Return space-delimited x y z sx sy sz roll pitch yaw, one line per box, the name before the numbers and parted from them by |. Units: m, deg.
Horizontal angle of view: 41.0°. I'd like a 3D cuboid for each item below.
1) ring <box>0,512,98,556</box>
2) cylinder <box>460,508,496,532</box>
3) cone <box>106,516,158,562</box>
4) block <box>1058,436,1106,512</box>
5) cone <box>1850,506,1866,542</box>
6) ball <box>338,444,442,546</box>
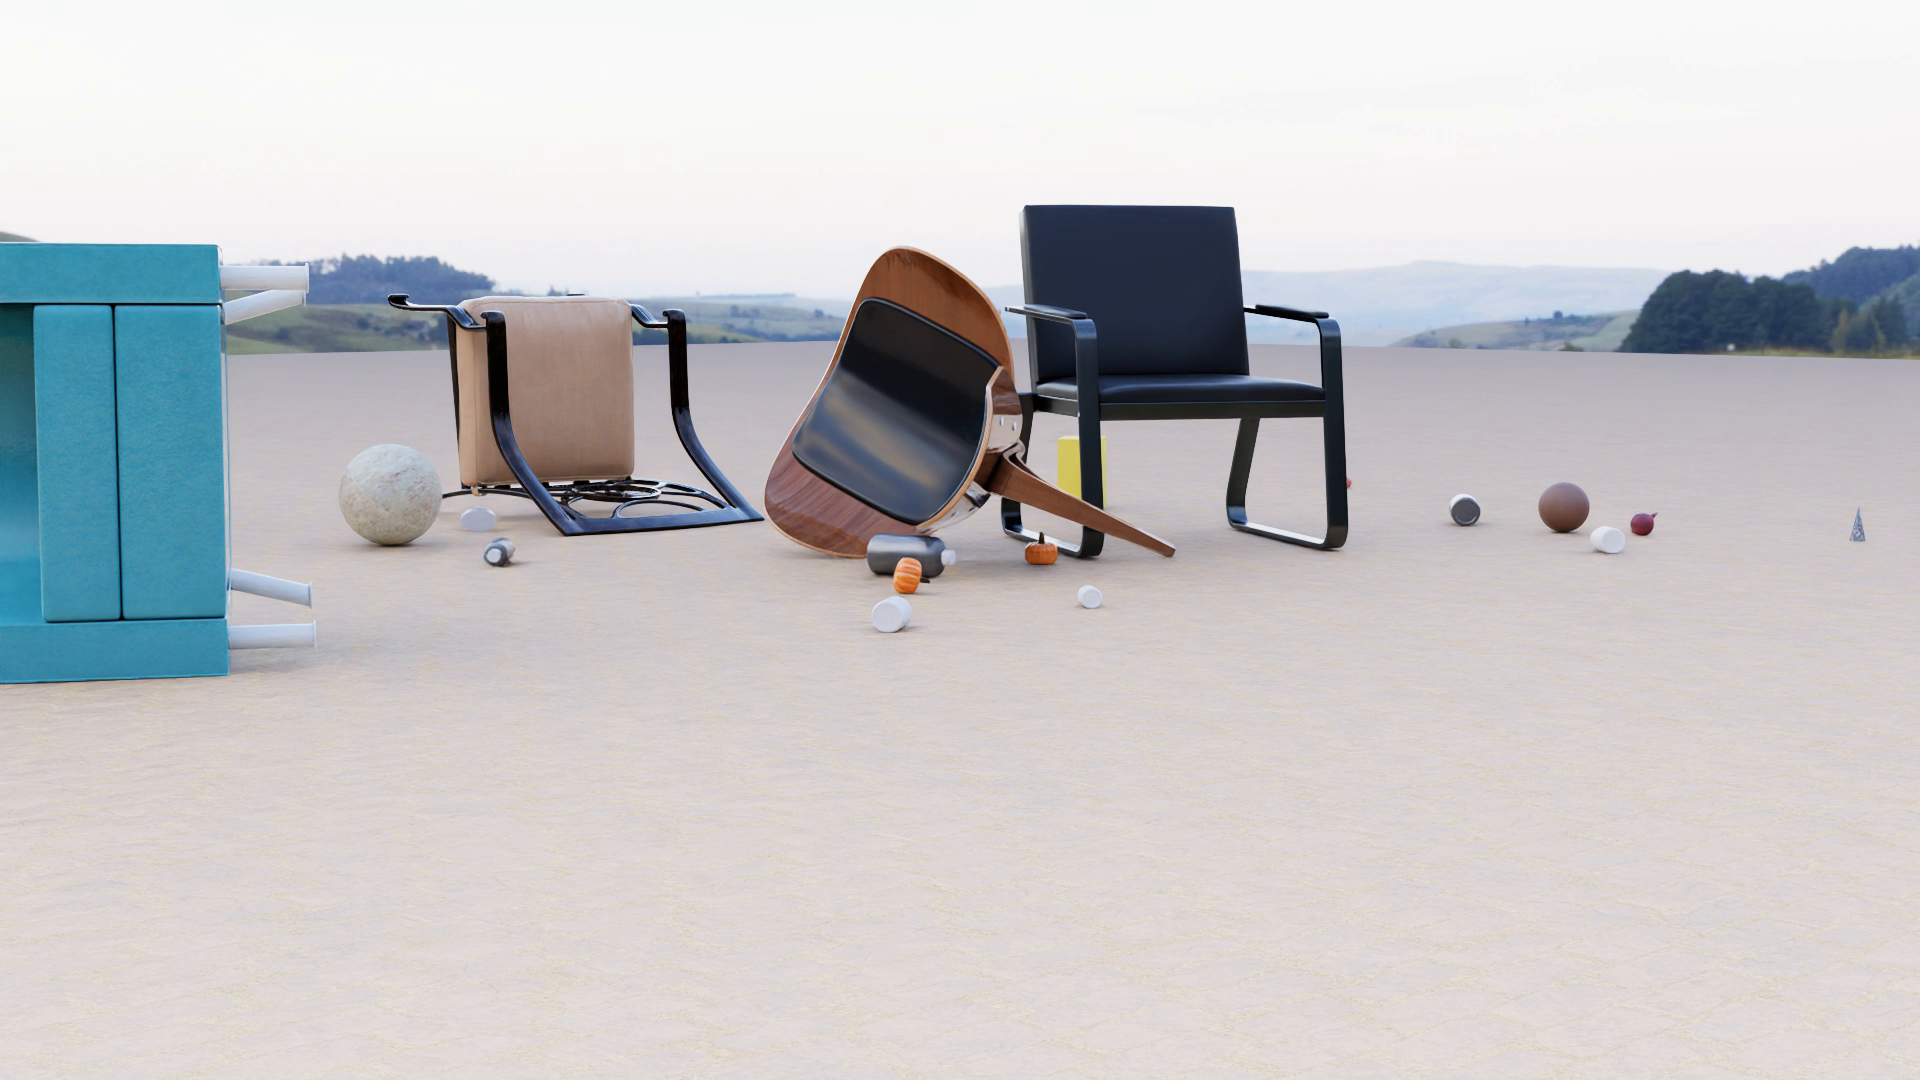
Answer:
ring | -2.216 -0.015 6.143 0.283 0.087 0.301 3 6 24
cylinder | -1.250 -0.053 6.660 0.091 0.055 0.074 -1 6 -12
cone | -1.945 0.022 5.944 0.100 0.121 0.140 -32 -28 21
block | 0.346 -0.188 7.253 0.121 0.202 0.157 1 6 9
cone | 2.241 -0.042 6.400 0.038 0.087 0.058 2 6 16
ball | -1.393 -0.111 6.274 0.249 0.249 0.249 0 6 0
